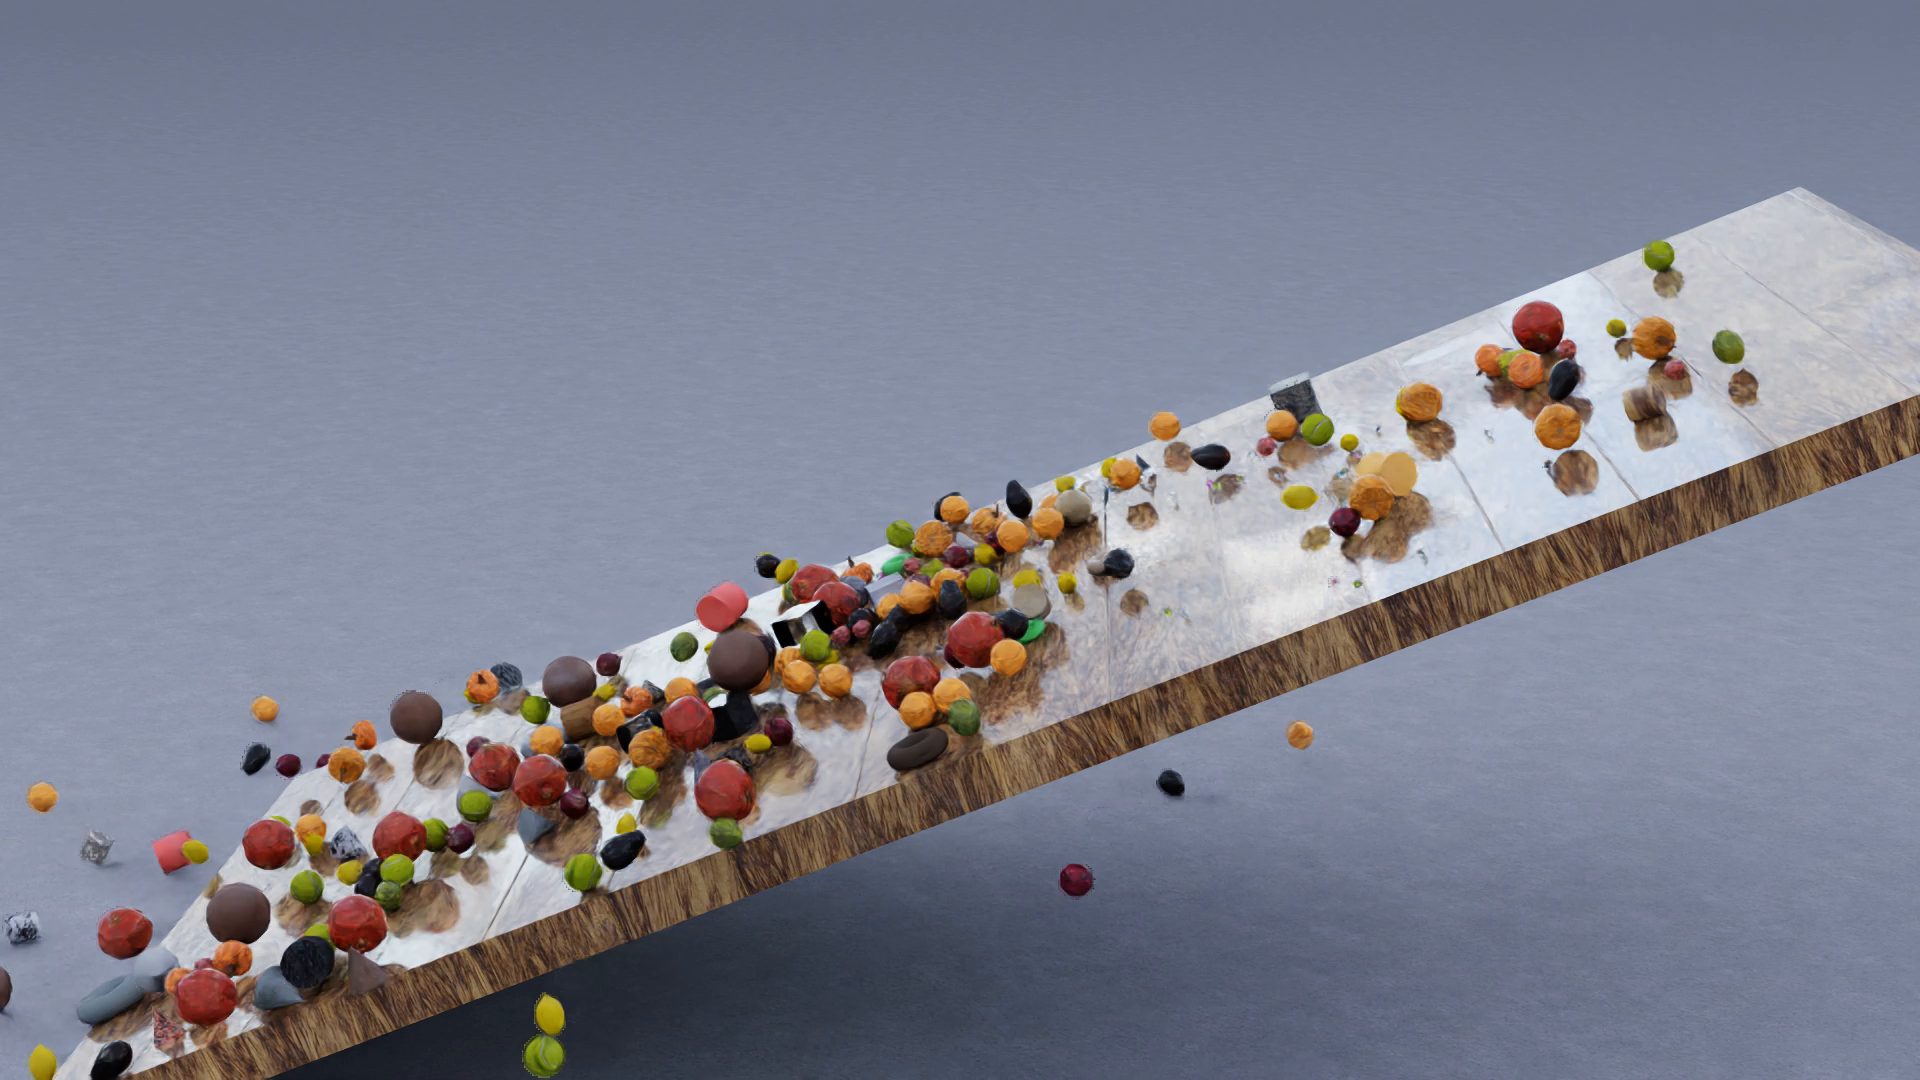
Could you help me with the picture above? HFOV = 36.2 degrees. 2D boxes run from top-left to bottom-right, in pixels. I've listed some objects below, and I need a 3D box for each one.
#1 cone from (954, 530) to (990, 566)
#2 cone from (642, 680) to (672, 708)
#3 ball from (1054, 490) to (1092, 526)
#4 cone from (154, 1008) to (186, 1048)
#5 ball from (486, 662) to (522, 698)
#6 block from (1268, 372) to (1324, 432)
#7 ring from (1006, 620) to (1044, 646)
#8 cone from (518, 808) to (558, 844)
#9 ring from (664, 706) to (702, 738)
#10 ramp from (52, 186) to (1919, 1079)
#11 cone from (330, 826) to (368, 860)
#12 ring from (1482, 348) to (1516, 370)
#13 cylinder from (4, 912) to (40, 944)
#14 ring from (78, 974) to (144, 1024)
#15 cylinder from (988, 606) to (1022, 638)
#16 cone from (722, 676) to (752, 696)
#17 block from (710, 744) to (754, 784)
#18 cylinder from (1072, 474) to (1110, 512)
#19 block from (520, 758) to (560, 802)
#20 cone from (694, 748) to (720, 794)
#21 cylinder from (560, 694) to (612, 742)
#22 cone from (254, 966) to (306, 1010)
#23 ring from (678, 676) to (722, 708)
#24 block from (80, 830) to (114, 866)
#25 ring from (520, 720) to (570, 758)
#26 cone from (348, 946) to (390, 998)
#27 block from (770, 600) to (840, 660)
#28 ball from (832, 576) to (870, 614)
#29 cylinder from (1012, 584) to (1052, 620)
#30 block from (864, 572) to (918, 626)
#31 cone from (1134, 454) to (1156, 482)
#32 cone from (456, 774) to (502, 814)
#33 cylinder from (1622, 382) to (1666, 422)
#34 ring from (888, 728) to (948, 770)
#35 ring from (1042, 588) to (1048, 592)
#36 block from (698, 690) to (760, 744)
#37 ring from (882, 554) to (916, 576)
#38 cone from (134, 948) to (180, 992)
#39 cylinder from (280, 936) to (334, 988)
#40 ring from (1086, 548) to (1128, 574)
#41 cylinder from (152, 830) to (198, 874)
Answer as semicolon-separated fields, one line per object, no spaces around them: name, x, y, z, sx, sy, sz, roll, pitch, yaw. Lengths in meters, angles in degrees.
cone;0.034;0.024;6.764;0.084;0.084;0.084;6;15;4
cone;-0.685;0.352;6.685;0.065;0.065;0.065;6;15;7
ball;0.256;-0.073;6.663;0.085;0.085;0.085;0;14;0
cone;-1.537;0.931;5.665;0.068;0.068;0.068;-22;12;5
ball;-1.156;0.356;7.465;0.090;0.090;0.090;0;14;0
block;0.771;-0.318;6.751;0.094;0.094;0.094;-21;12;9
ring;0.133;0.186;5.916;0.083;0.028;0.083;-24;12;6
cone;-0.851;0.583;5.993;0.074;0.074;0.074;1;10;-38
ring;-0.604;0.392;6.353;0.109;0.036;0.109;-22;13;5
ramp;0.126;0.172;6.289;4.000;0.100;2.000;-21;12;8
cone;-1.325;0.677;6.446;0.077;0.077;0.077;16;20;27
ring;1.192;-0.401;6.504;0.080;0.027;0.080;-21;11;4
cylinder;-2.125;0.879;6.665;0.062;0.062;0.062;-12;18;-37
ring;-1.741;0.942;6.035;0.149;0.050;0.149;-26;12;6
cylinder;0.093;0.169;6.002;0.052;0.052;0.052;-19;8;18
cone;-0.502;0.345;6.375;0.074;0.074;0.074;13;62;41
block;-0.451;0.443;5.801;0.053;0.053;0.053;-21;10;47
cylinder;0.298;-0.107;6.750;0.076;0.076;0.076;-2;11;-7
block;-0.903;0.514;6.311;0.062;0.062;0.062;-24;12;-7
cone;-0.508;0.447;5.835;0.082;0.082;0.082;-22;12;5
cylinder;-0.843;0.402;6.629;0.084;0.084;0.084;-20;10;13
cone;-1.270;0.859;5.554;0.088;0.088;0.088;15;19;25
ring;-0.552;0.341;6.454;0.141;0.047;0.141;-21;13;5
block;-2.098;0.748;7.151;0.054;0.054;0.054;26;15;-9
ring;-0.939;0.452;6.684;0.132;0.044;0.132;-24;15;7
cone;-1.116;0.789;5.463;0.086;0.086;0.086;-22;13;5
block;-0.346;0.201;6.569;0.092;0.092;0.092;-13;15;38
ball;-0.250;0.124;6.720;0.087;0.087;0.087;0;14;0
cylinder;0.146;0.128;5.967;0.072;0.072;0.072;2;-7;9
block;-0.154;0.131;6.541;0.083;0.083;0.083;-24;12;-6
cone;0.422;-0.176;6.867;0.058;0.058;0.058;-22;12;5
cone;-1.046;0.559;6.434;0.089;0.089;0.089;5;15;4
cylinder;1.308;-0.265;5.622;0.063;0.063;0.063;-16;5;31
ring;-0.078;0.385;5.417;0.120;0.040;0.120;-23;11;5
ring;0.148;0.124;6.156;0.080;0.027;0.080;-21;12;5
block;-0.483;0.368;6.138;0.077;0.077;0.077;-14;15;36
ring;-0.145;0.058;6.967;0.087;0.029;0.087;-21;13;5
cone;-1.629;0.878;5.965;0.092;0.092;0.092;-4;0;-15
cylinder;-1.237;0.800;5.583;0.090;0.090;0.090;-1;-1;-5
ring;0.309;0.046;6.189;0.092;0.031;0.092;-21;12;5
cylinder;-1.891;0.751;7.094;0.082;0.082;0.082;-23;19;-9
